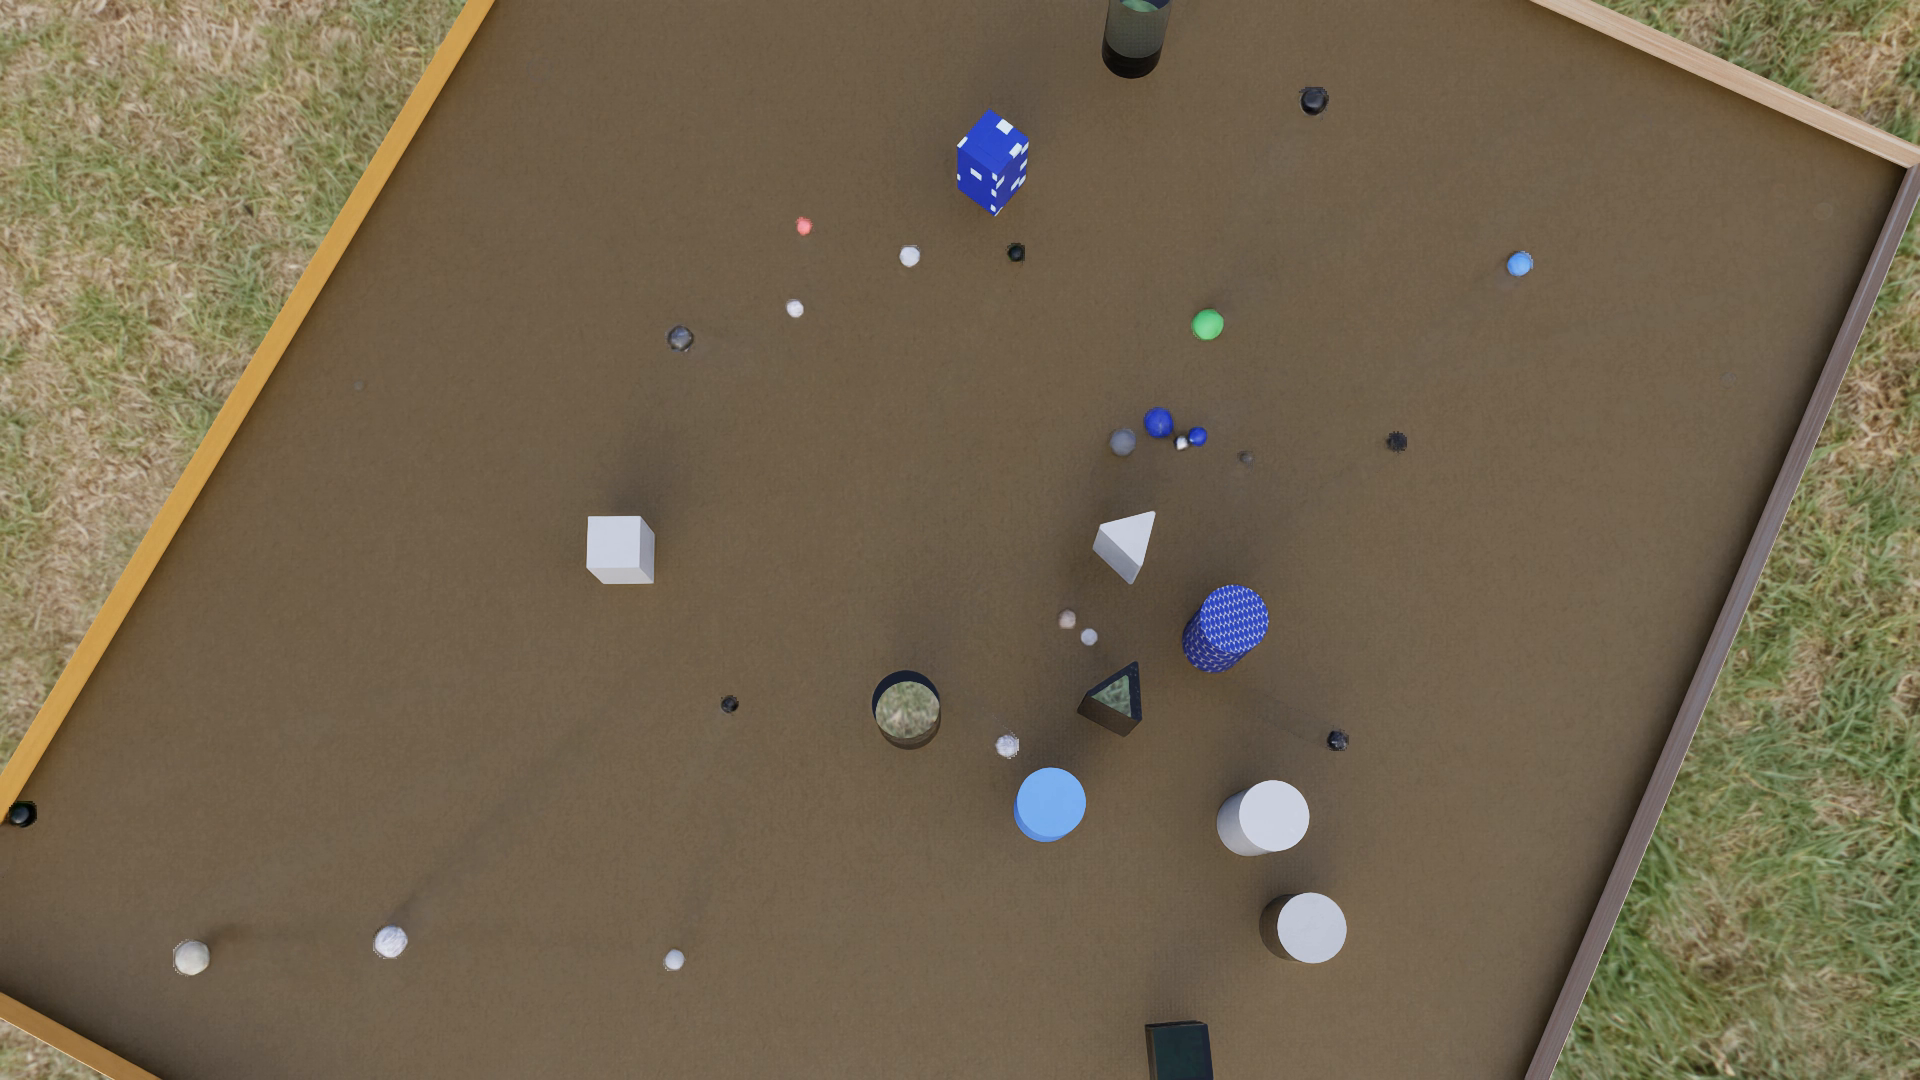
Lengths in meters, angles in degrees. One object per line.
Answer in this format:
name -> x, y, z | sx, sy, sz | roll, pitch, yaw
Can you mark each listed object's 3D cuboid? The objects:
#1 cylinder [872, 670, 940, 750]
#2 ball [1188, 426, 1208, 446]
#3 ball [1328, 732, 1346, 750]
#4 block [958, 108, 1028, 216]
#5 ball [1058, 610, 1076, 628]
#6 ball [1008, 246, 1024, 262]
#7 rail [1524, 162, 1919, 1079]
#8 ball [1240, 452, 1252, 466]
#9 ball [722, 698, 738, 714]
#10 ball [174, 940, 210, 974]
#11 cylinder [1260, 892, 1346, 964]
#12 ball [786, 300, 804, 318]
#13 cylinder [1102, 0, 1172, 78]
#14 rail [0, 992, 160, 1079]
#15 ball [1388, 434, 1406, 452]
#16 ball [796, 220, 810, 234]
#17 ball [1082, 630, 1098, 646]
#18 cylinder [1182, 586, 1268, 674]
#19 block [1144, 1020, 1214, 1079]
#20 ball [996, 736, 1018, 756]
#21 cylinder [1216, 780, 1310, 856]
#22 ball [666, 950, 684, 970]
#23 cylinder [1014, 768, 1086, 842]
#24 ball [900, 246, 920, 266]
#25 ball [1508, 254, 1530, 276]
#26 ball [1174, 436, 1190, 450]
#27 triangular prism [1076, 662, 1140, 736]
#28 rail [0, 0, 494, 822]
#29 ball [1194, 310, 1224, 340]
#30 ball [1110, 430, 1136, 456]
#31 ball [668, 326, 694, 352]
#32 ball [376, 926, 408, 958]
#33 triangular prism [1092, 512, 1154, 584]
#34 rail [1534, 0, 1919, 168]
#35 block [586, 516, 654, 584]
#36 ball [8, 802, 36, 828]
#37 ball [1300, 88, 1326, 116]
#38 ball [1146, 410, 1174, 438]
cylinder -> -0.152, 0.498, 5.329 | 0.191, 0.361, 0.191 | 0, 78, 0
ball -> 0.734, -0.321, 5.653 | 0.058, 0.058, 0.058 | 0, 78, 0
ball -> 1.124, 0.598, 5.464 | 0.057, 0.057, 0.057 | 0, 78, 0
block -> 0.100, -1.168, 5.690 | 0.153, 0.330, 0.153 | 38, 81, 7
ball -> 0.323, 0.239, 5.539 | 0.055, 0.055, 0.055 | 0, 78, 0
ball -> 0.177, -0.903, 5.777 | 0.051, 0.051, 0.051 | 0, 78, 0
rail -> 1.936, 0.955, 5.354 | 0.045, 0.124, 4.934 | 26, 80, 5
ball -> 0.882, -0.250, 5.647 | 0.041, 0.041, 0.041 | 0, 78, 0
ball -> -0.691, 0.497, 5.490 | 0.047, 0.047, 0.047 | 0, 78, 0
ball -> -2.226, 1.212, 5.317 | 0.096, 0.096, 0.096 | 0, 78, 0
cylinder -> 0.974, 1.105, 5.226 | 0.191, 0.318, 0.191 | 0, 78, 0
ball -> -0.517, -0.723, 5.739 | 0.052, 0.052, 0.052 | 0, 78, 0
cylinder -> 0.555, -1.630, 5.726 | 0.191, 0.446, 0.191 | 0, 78, 0
rail -> -1.093, 2.147, 5.108 | 4.377, 0.124, 0.045 | 26, 80, 5
ball -> 1.346, -0.299, 5.651 | 0.054, 0.054, 0.054 | 0, 78, 0
ball -> -0.495, -0.989, 5.798 | 0.045, 0.045, 0.045 | 0, 78, 0
ball -> 0.391, 0.294, 5.530 | 0.050, 0.050, 0.050 | 0, 78, 0
cylinder -> 0.768, 0.264, 5.339 | 0.191, 0.437, 0.191 | 0, 78, 0
block -> 0.619, 1.452, 5.193 | 0.153, 0.240, 0.153 | -5, 78, -1
ball -> 0.139, 0.613, 5.457 | 0.063, 0.063, 0.063 | 0, 78, 0
cylinder -> 0.858, 0.798, 5.222 | 0.191, 0.450, 0.191 | 0, 78, 0
ball -> -0.830, 1.222, 5.335 | 0.056, 0.056, 0.056 | 0, 78, 0
cylinder -> 0.255, 0.766, 5.276 | 0.191, 0.357, 0.191 | 0, 78, 0
ball -> -0.157, -0.892, 5.769 | 0.063, 0.063, 0.063 | 0, 78, 0
ball -> 1.757, -0.864, 5.759 | 0.071, 0.071, 0.071 | 0, 78, 0
ball -> 0.685, -0.299, 5.654 | 0.048, 0.048, 0.048 | 0, 78, 0
triangular prism -> 0.457, 0.445, 5.293 | 0.166, 0.453, 0.144 | 27, 80, 5
rail -> -1.936, -0.941, 5.747 | 0.045, 0.124, 4.934 | 26, 80, 5
ball -> 0.774, -0.672, 5.707 | 0.094, 0.094, 0.094 | 0, 78, 0
ball -> 0.501, -0.298, 5.637 | 0.080, 0.080, 0.080 | 0, 78, 0
ball -> -0.870, -0.626, 5.705 | 0.081, 0.081, 0.081 | 0, 78, 0
ball -> -1.654, 1.168, 5.329 | 0.090, 0.090, 0.090 | 0, 78, 0
triangular prism -> 0.515, -0.002, 5.462 | 0.144, 0.303, 0.166 | -44, 82, -8
rail -> 1.093, -2.134, 5.993 | 4.377, 0.124, 0.045 | 26, 80, 5
block -> -1.011, 0.032, 5.477 | 0.153, 0.260, 0.153 | -1, 78, 0
ball -> -2.769, 0.812, 5.410 | 0.075, 0.075, 0.075 | 0, 78, 0
ball -> 1.130, -1.401, 5.862 | 0.086, 0.086, 0.086 | 0, 78, 0
ball -> 0.614, -0.357, 5.646 | 0.087, 0.087, 0.087 | 0, 78, 0
